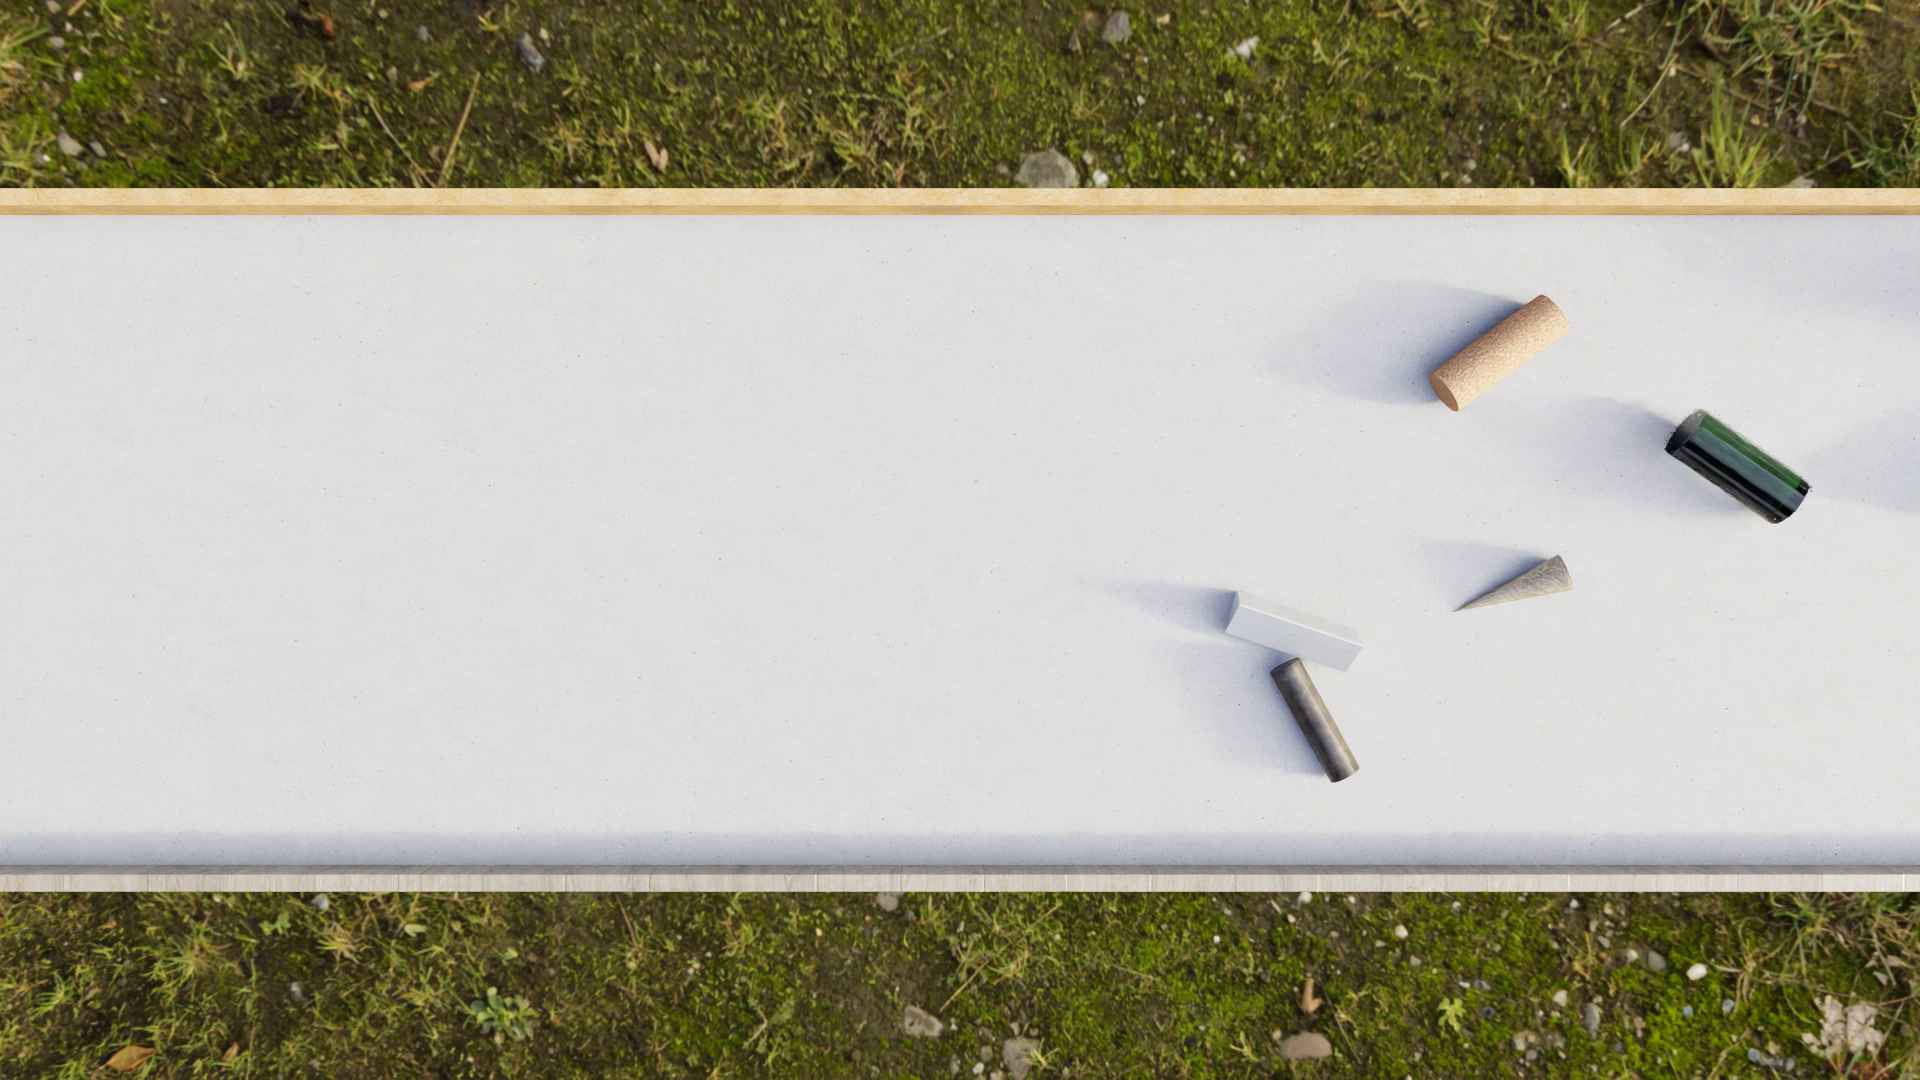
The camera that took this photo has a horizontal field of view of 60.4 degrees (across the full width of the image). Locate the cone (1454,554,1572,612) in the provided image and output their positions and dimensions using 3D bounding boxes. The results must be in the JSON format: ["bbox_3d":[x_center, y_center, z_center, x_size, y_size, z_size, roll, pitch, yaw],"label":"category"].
[{"bbox_3d":[1.677,0.161,5.048,0.356,0.116,0.116,-21,90,9],"label":"cone"}]

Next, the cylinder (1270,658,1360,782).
[{"bbox_3d":[1.081,0.549,5.026,0.100,0.100,0.381,-29,90,0],"label":"cylinder"}]

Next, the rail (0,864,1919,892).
[{"bbox_3d":[-2.247,1.025,5.001,12.000,0.150,0.050,0,90,0],"label":"rail"}]

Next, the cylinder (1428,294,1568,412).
[{"bbox_3d":[1.633,-0.567,5.006,0.409,0.142,0.142,-36,90,0],"label":"cylinder"}]

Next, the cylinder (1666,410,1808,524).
[{"bbox_3d":[2.353,-0.221,4.996,0.381,0.161,0.161,34,90,0],"label":"cylinder"}]

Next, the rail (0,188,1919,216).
[{"bbox_3d":[-2.247,-1.025,5.002,12.000,0.150,0.050,0,90,0],"label":"rail"}]

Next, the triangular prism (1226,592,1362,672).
[{"bbox_3d":[1.019,0.268,5.001,0.390,0.116,0.134,19,76,0],"label":"triangular prism"}]
